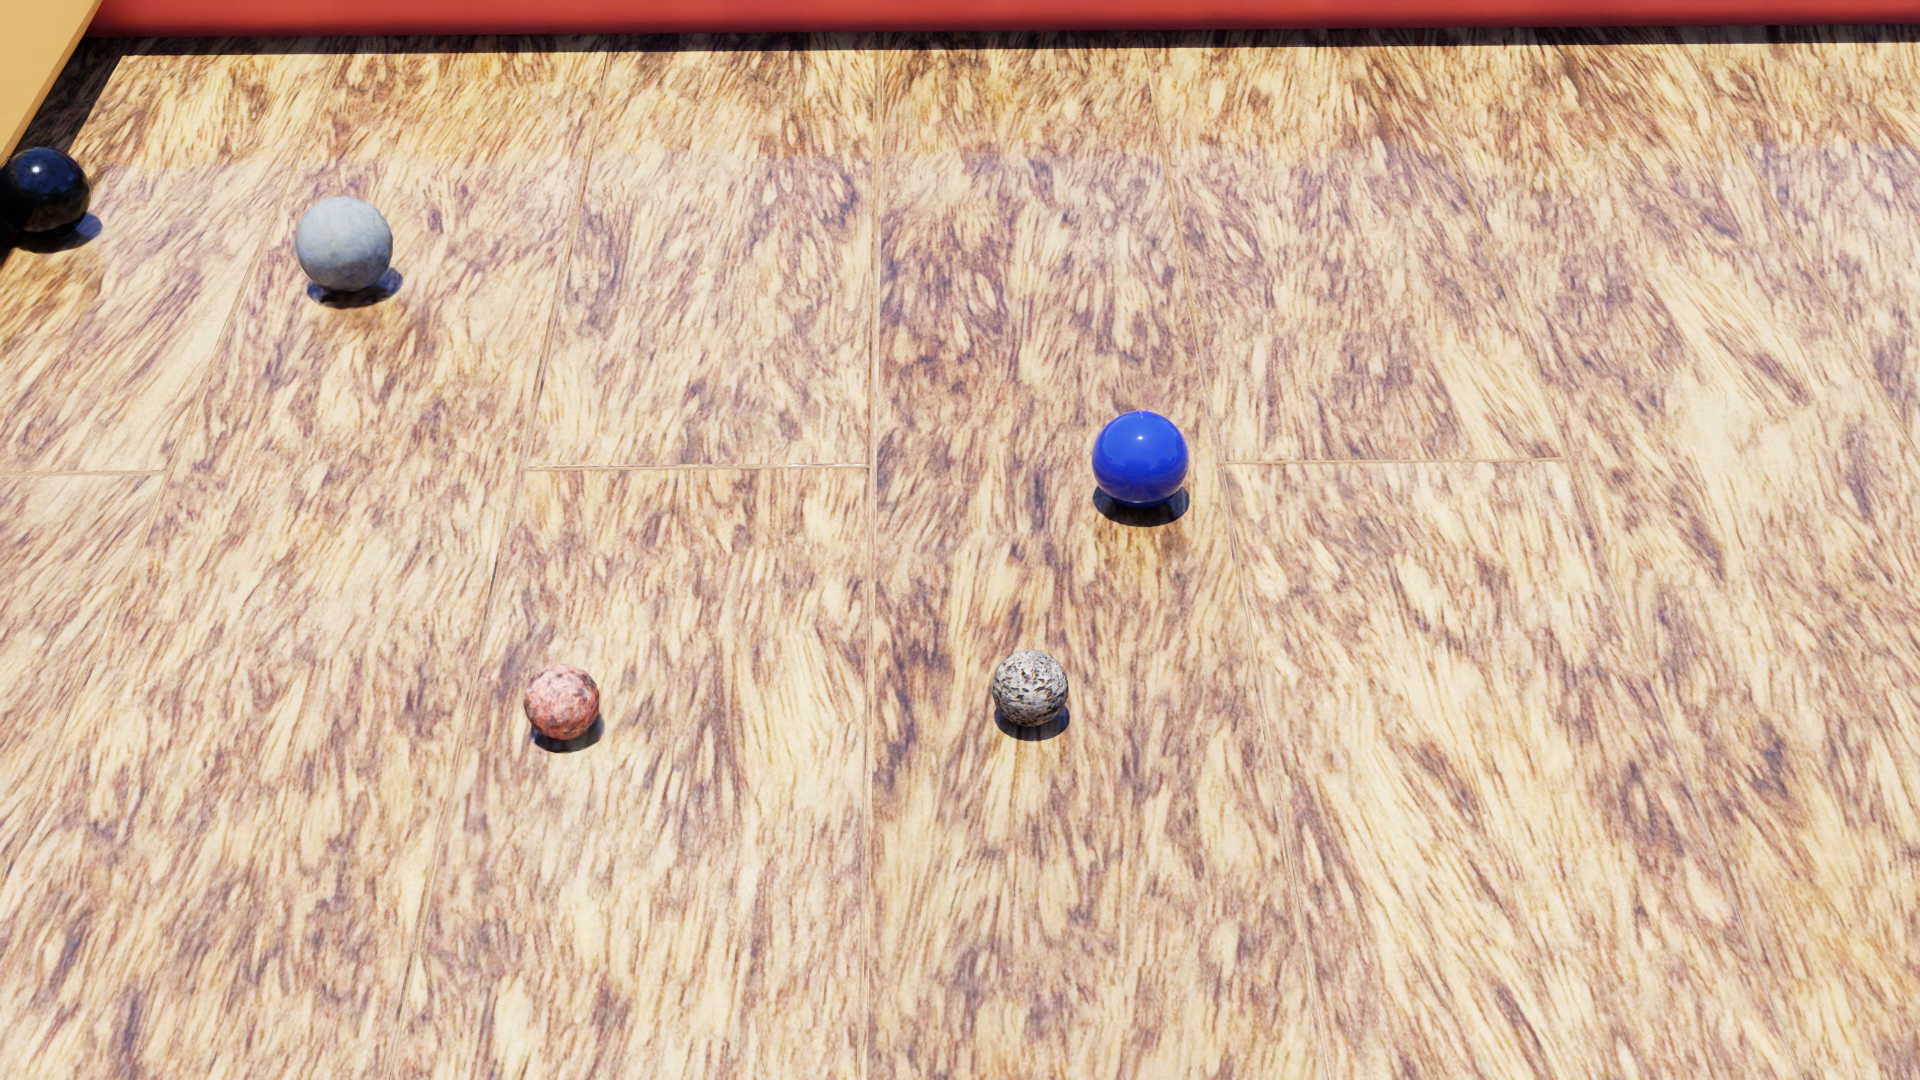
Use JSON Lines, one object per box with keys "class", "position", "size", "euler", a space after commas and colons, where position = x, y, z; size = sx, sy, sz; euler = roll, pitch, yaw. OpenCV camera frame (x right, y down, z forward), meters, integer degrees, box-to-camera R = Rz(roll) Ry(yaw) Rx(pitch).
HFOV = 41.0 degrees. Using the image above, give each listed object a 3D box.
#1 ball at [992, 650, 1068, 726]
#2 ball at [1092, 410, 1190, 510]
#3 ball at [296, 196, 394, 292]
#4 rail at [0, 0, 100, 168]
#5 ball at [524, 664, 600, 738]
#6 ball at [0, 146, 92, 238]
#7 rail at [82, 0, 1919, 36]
{"class": "ball", "position": [0.044, 0.092, 1.592], "size": [0.048, 0.048, 0.048], "euler": [0, 36, 0]}
{"class": "ball", "position": [0.125, -0.056, 1.778], "size": [0.068, 0.068, 0.068], "euler": [0, 36, 0]}
{"class": "ball", "position": [-0.484, -0.232, 2.016], "size": [0.075, 0.075, 0.075], "euler": [0, 36, 0]}
{"class": "rail", "position": [-0.789, -0.018, 1.676], "size": [0.045, 0.126, 1.731], "euler": [-1, 36, -1]}
{"class": "ball", "position": [-0.246, 0.099, 1.582], "size": [0.047, 0.047, 0.047], "euler": [0, 36, 0]}
{"class": "ball", "position": [-0.746, -0.283, 2.087], "size": [0.074, 0.074, 0.074], "euler": [0, 36, 0]}
{"class": "rail", "position": [0.799, -0.528, 2.380], "size": [3.252, 0.126, 0.045], "euler": [-1, 36, -1]}
